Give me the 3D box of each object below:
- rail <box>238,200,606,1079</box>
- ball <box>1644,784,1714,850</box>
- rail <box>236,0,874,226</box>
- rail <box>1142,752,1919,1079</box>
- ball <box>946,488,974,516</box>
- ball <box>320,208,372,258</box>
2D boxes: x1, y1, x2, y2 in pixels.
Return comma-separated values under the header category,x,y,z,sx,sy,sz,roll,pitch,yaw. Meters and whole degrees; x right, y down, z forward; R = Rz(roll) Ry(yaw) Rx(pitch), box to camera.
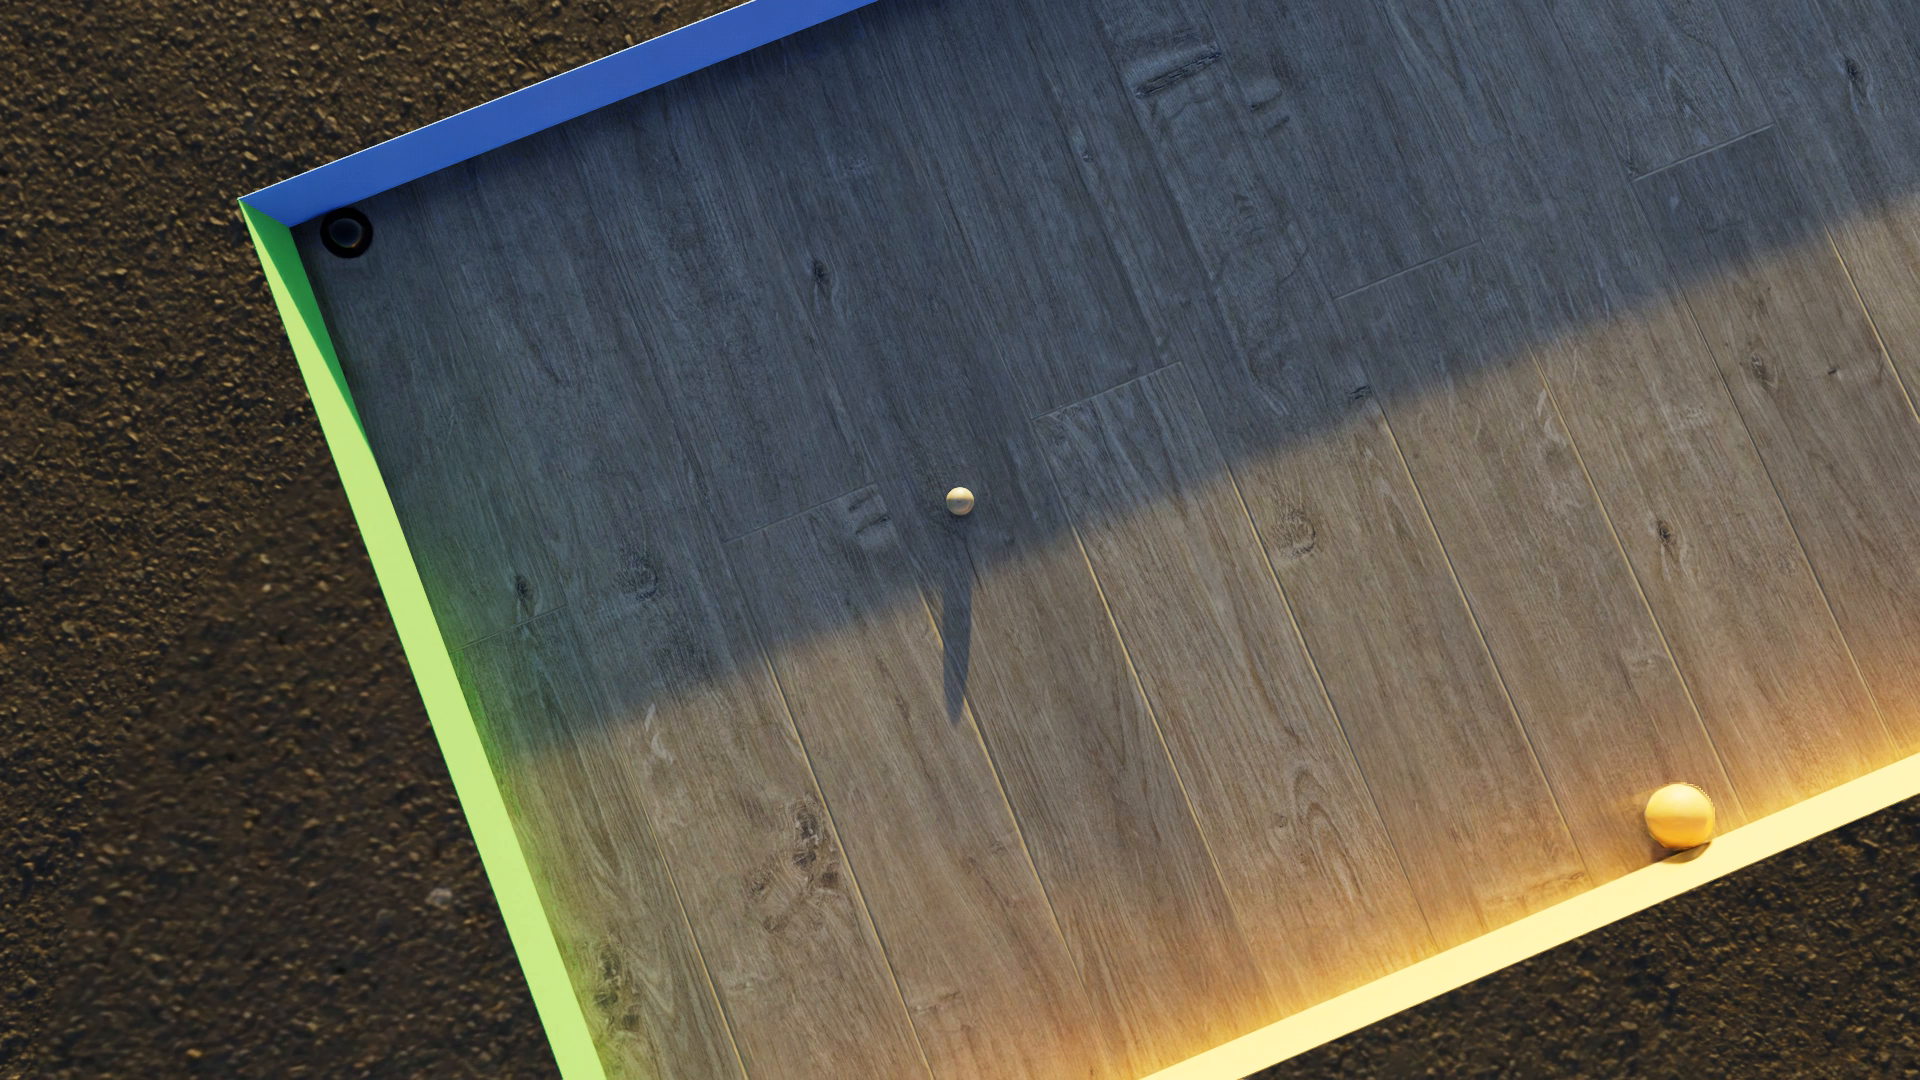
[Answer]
category,x,y,z,sx,sy,sz,roll,pitch,yaw
rail,-0.725,0.287,3.200,0.045,0.123,1.732,-22,82,-3
ball,1.045,0.403,3.197,0.095,0.095,0.095,0,81,0
rail,0.429,-1.076,3.411,3.225,0.123,0.045,-22,82,-3
rail,1.064,0.466,3.172,3.225,0.123,0.045,-22,82,-3
ball,0.000,-0.058,3.295,0.042,0.042,0.042,0,81,0
ball,-0.932,-0.466,3.341,0.077,0.077,0.077,0,81,0
